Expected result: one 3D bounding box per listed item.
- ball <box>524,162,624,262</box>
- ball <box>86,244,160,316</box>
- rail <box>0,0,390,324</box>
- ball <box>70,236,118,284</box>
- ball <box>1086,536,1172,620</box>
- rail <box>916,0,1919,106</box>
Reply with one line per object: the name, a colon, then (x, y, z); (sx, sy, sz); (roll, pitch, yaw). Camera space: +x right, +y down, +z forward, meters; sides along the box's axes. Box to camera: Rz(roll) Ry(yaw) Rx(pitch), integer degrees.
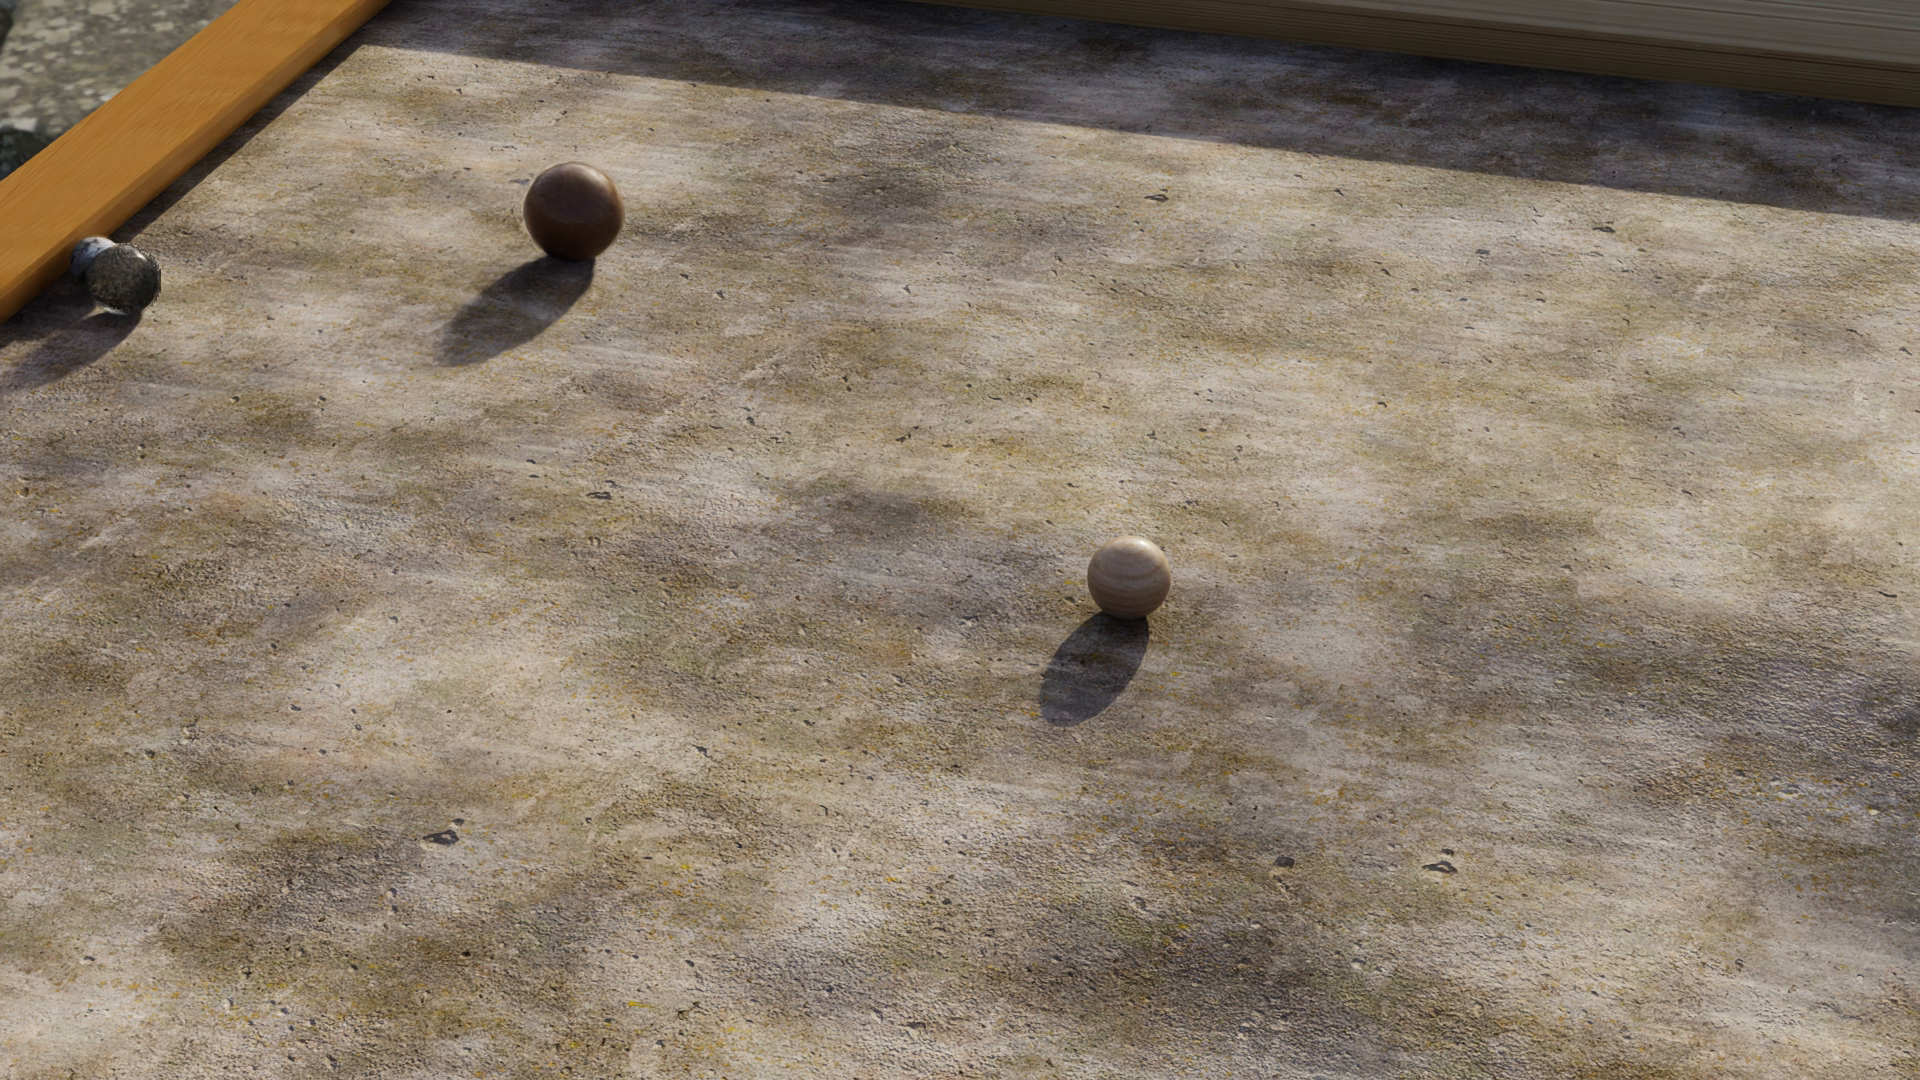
ball: (-0.369, -0.314, 2.452); (0.095, 0.095, 0.095); (0, 34, 0)
ball: (-0.773, -0.240, 2.369); (0.065, 0.065, 0.065); (0, 34, 0)
rail: (-0.903, -0.166, 2.204); (0.045, 0.123, 2.250); (9, 35, 13)
ball: (-0.812, -0.261, 2.415); (0.049, 0.049, 0.049); (0, 34, 0)
ball: (0.130, 0.029, 1.967); (0.065, 0.065, 0.065); (0, 34, 0)
rail: (1.219, -0.476, 2.667); (3.842, 0.123, 0.045); (9, 35, 13)
